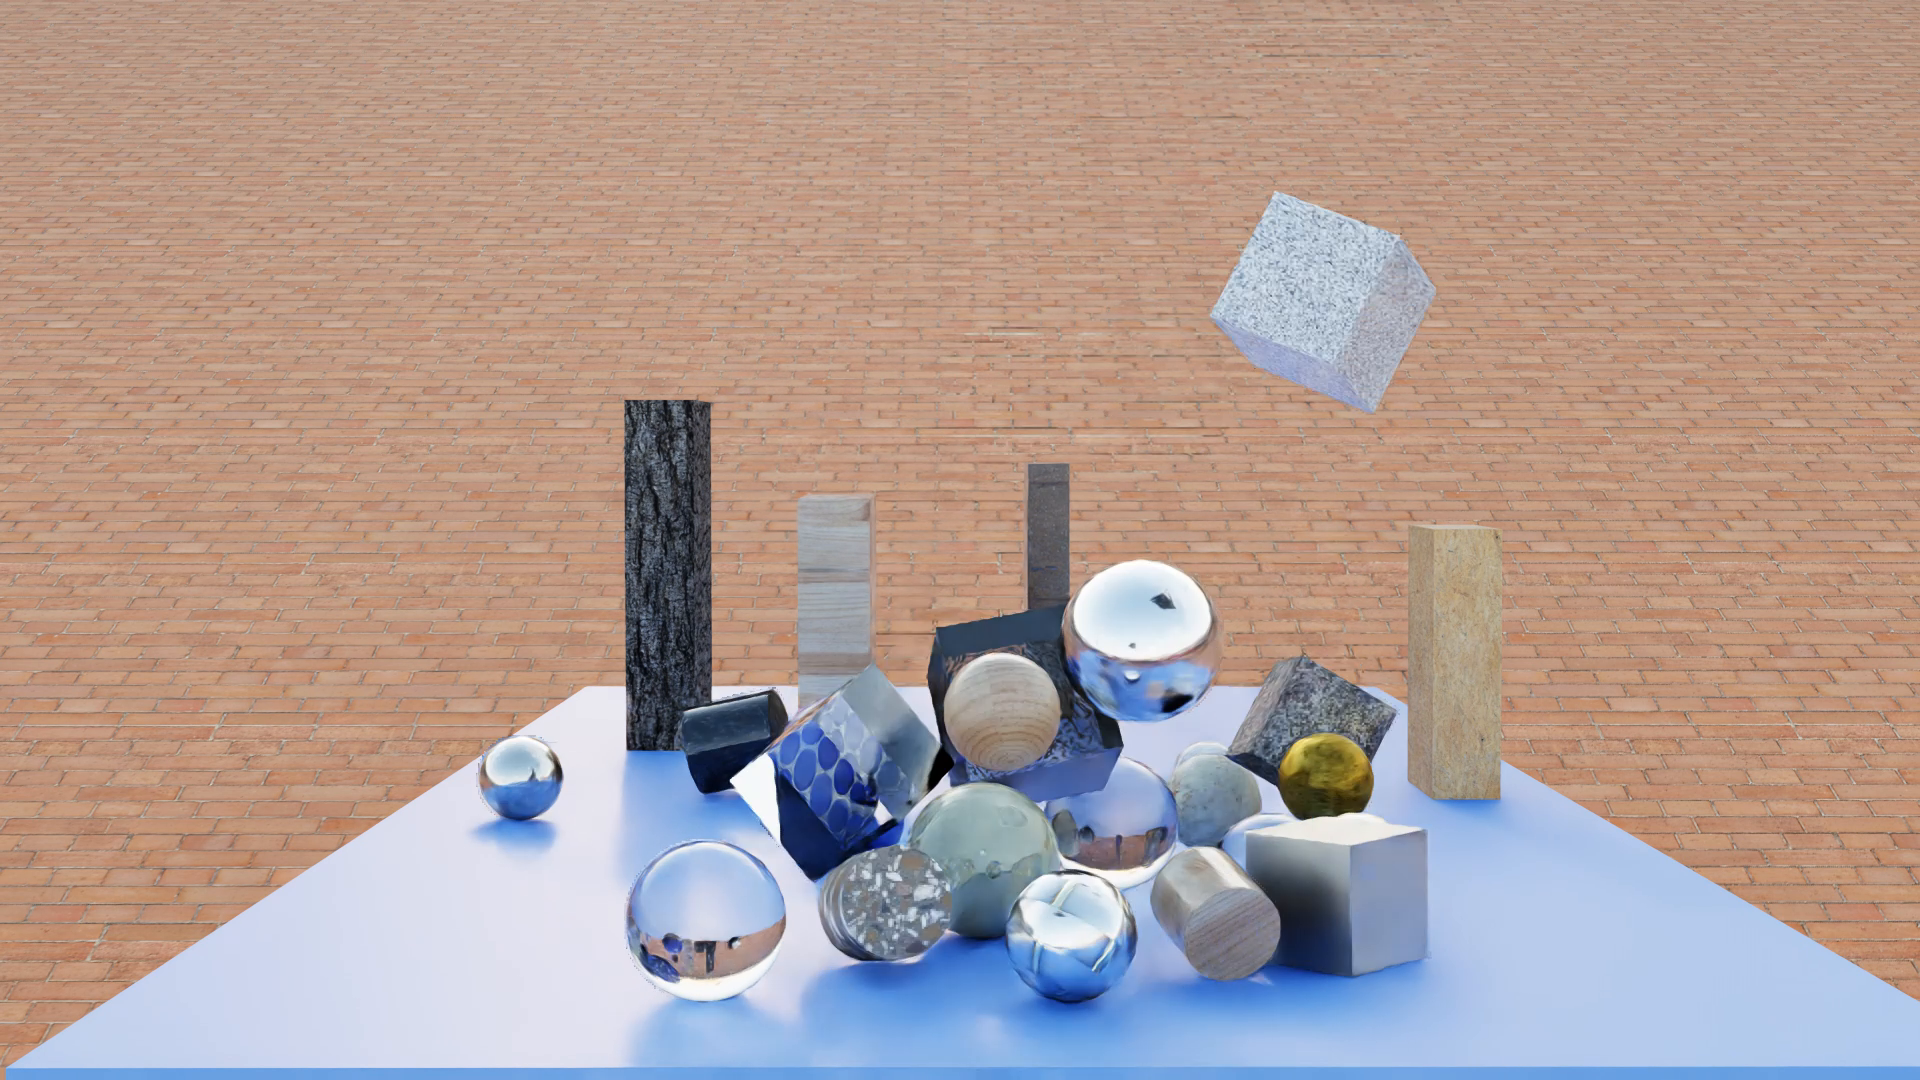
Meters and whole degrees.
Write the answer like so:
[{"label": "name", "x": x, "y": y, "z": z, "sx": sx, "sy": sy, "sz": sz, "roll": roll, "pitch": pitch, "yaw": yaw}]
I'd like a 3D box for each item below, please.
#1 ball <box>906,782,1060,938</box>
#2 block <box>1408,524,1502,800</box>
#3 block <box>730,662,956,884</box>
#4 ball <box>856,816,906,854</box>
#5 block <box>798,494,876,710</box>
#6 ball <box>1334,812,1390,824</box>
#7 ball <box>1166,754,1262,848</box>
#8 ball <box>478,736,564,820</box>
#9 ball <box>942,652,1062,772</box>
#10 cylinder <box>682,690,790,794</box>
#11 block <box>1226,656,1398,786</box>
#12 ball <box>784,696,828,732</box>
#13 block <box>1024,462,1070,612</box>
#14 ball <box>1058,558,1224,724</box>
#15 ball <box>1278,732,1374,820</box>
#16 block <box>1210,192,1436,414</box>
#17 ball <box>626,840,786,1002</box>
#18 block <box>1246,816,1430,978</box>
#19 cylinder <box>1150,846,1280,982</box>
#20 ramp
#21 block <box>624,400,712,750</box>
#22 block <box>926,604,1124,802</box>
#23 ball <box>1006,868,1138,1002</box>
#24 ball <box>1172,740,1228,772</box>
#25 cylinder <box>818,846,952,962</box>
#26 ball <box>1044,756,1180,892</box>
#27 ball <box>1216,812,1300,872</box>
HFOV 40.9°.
[{"label": "ball", "x": 0.028, "y": 0.399, "z": 3.213, "sx": 0.194, "sy": 0.194, "sz": 0.194, "roll": 0, "pitch": 24, "yaw": 0}, {"label": "block", "x": 0.876, "y": 0.211, "z": 4.572, "sx": 0.118, "sy": 0.468, "sz": 0.248, "roll": 0, "pitch": 2, "yaw": 0}, {"label": "block", "x": -0.139, "y": 0.277, "z": 3.073, "sx": 0.158, "sy": 0.158, "sz": 0.158, "roll": -38, "pitch": 1, "yaw": 34}, {"label": "ball", "x": -0.153, "y": 0.403, "z": 3.722, "sx": 0.147, "sy": 0.147, "sz": 0.147, "roll": 0, "pitch": 24, "yaw": 0}, {"label": "block", "x": -0.219, "y": 0.181, "z": 4.658, "sx": 0.124, "sy": 0.521, "sz": 0.403, "roll": 0, "pitch": 2, "yaw": 0}, {"label": "ball", "x": 0.514, "y": 0.421, "z": 3.321, "sx": 0.140, "sy": 0.140, "sz": 0.140, "roll": 0, "pitch": 24, "yaw": 0}, {"label": "ball", "x": 0.379, "y": 0.396, "z": 3.872, "sx": 0.149, "sy": 0.149, "sz": 0.149, "roll": 0, "pitch": 24, "yaw": 0}, {"label": "ball", "x": -0.718, "y": 0.390, "z": 4.217, "sx": 0.137, "sy": 0.137, "sz": 0.137, "roll": 0, "pitch": 24, "yaw": 0}, {"label": "ball", "x": 0.041, "y": 0.166, "z": 2.493, "sx": 0.114, "sy": 0.114, "sz": 0.114, "roll": 0, "pitch": 24, "yaw": 0}, {"label": "cylinder", "x": -0.387, "y": 0.354, "z": 4.514, "sx": 0.155, "sy": 0.155, "sz": 0.155, "roll": -13, "pitch": 22, "yaw": 9}, {"label": "block", "x": 0.506, "y": 0.280, "z": 3.723, "sx": 0.159, "sy": 0.159, "sz": 0.159, "roll": 30, "pitch": -9, "yaw": -3}, {"label": "ball", "x": -0.152, "y": 0.283, "z": 3.306, "sx": 0.167, "sy": 0.167, "sz": 0.167, "roll": 0, "pitch": 24, "yaw": 0}, {"label": "block", "x": 0.192, "y": 0.115, "z": 5.747, "sx": 0.090, "sy": 0.572, "sz": 0.356, "roll": 0, "pitch": 2, "yaw": 0}, {"label": "ball", "x": 0.222, "y": 0.124, "z": 3.160, "sx": 0.202, "sy": 0.202, "sz": 0.202, "roll": 0, "pitch": 24, "yaw": 0}, {"label": "ball", "x": 0.502, "y": 0.329, "z": 3.532, "sx": 0.131, "sy": 0.131, "sz": 0.131, "roll": 0, "pitch": 24, "yaw": 0}, {"label": "block", "x": 0.416, "y": -0.270, "z": 2.938, "sx": 0.162, "sy": 0.162, "sz": 0.162, "roll": 26, "pitch": -5, "yaw": 30}, {"label": "ball", "x": -0.281, "y": 0.421, "z": 2.847, "sx": 0.177, "sy": 0.177, "sz": 0.177, "roll": 0, "pitch": 24, "yaw": 0}, {"label": "block", "x": 0.449, "y": 0.422, "z": 3.067, "sx": 0.153, "sy": 0.153, "sz": 0.153, "roll": -4, "pitch": 4, "yaw": -45}, {"label": "cylinder", "x": 0.296, "y": 0.433, "z": 2.987, "sx": 0.117, "sy": 0.117, "sz": 0.117, "roll": -6, "pitch": 18, "yaw": -14}, {"label": "ramp", "x": 0.055, "y": 0.496, "z": 4.544, "sx": 2.000, "sy": 0.100, "sz": 4.000, "roll": 0, "pitch": 2, "yaw": 0}, {"label": "block", "x": -0.601, "y": 0.065, "z": 5.334, "sx": 0.139, "sy": 0.704, "sz": 0.361, "roll": 0, "pitch": 2, "yaw": 0}, {"label": "block", "x": 0.082, "y": 0.224, "z": 3.385, "sx": 0.201, "sy": 0.201, "sz": 0.201, "roll": -10, "pitch": 70, "yaw": -9}, {"label": "ball", "x": 0.123, "y": 0.437, "z": 2.841, "sx": 0.146, "sy": 0.146, "sz": 0.146, "roll": 0, "pitch": 24, "yaw": 0}, {"label": "ball", "x": 0.413, "y": 0.395, "z": 4.302, "sx": 0.119, "sy": 0.119, "sz": 0.119, "roll": 0, "pitch": 24, "yaw": 0}, {"label": "cylinder", "x": -0.089, "y": 0.425, "z": 3.006, "sx": 0.130, "sy": 0.130, "sz": 0.130, "roll": -7, "pitch": -8, "yaw": -16}, {"label": "ball", "x": 0.208, "y": 0.390, "z": 3.541, "sx": 0.187, "sy": 0.187, "sz": 0.187, "roll": 0, "pitch": 24, "yaw": 0}, {"label": "ball", "x": 0.392, "y": 0.419, "z": 3.240, "sx": 0.152, "sy": 0.152, "sz": 0.152, "roll": 0, "pitch": 24, "yaw": 0}]
